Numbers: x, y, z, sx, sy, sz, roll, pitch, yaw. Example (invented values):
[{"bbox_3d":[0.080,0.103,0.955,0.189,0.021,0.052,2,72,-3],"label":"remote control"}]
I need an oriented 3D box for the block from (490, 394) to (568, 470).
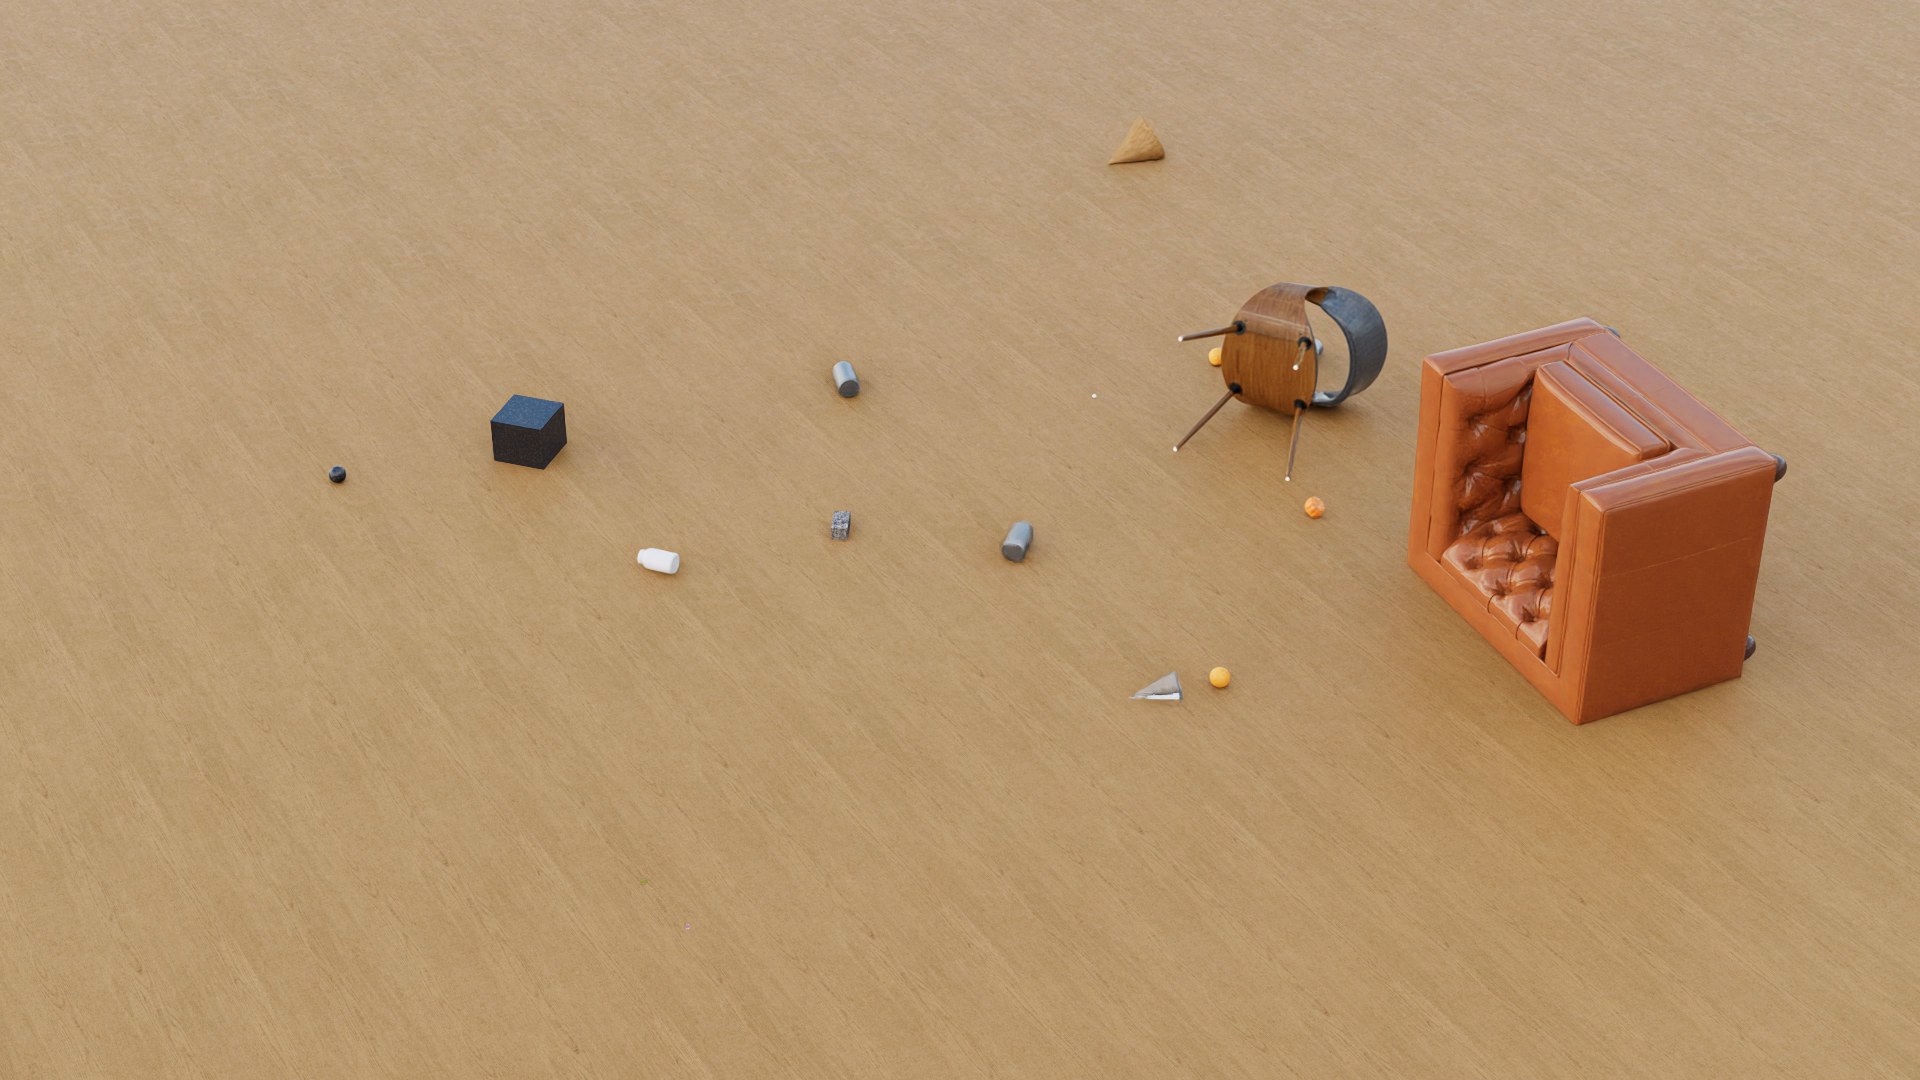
[{"bbox_3d":[-1.678,-0.421,11.419,0.212,0.181,0.213,10,35,15],"label":"block"}]

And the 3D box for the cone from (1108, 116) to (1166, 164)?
[{"bbox_3d":[0.786,-1.805,13.604,0.249,0.153,0.228,-33,82,-9],"label":"cone"}]

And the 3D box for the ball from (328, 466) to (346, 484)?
[{"bbox_3d":[-2.392,-0.253,11.266,0.068,0.068,0.068,0,33,0],"label":"ball"}]

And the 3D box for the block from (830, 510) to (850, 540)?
[{"bbox_3d":[-0.446,-0.054,10.980,0.062,0.051,0.118,2,33,3],"label":"block"}]
